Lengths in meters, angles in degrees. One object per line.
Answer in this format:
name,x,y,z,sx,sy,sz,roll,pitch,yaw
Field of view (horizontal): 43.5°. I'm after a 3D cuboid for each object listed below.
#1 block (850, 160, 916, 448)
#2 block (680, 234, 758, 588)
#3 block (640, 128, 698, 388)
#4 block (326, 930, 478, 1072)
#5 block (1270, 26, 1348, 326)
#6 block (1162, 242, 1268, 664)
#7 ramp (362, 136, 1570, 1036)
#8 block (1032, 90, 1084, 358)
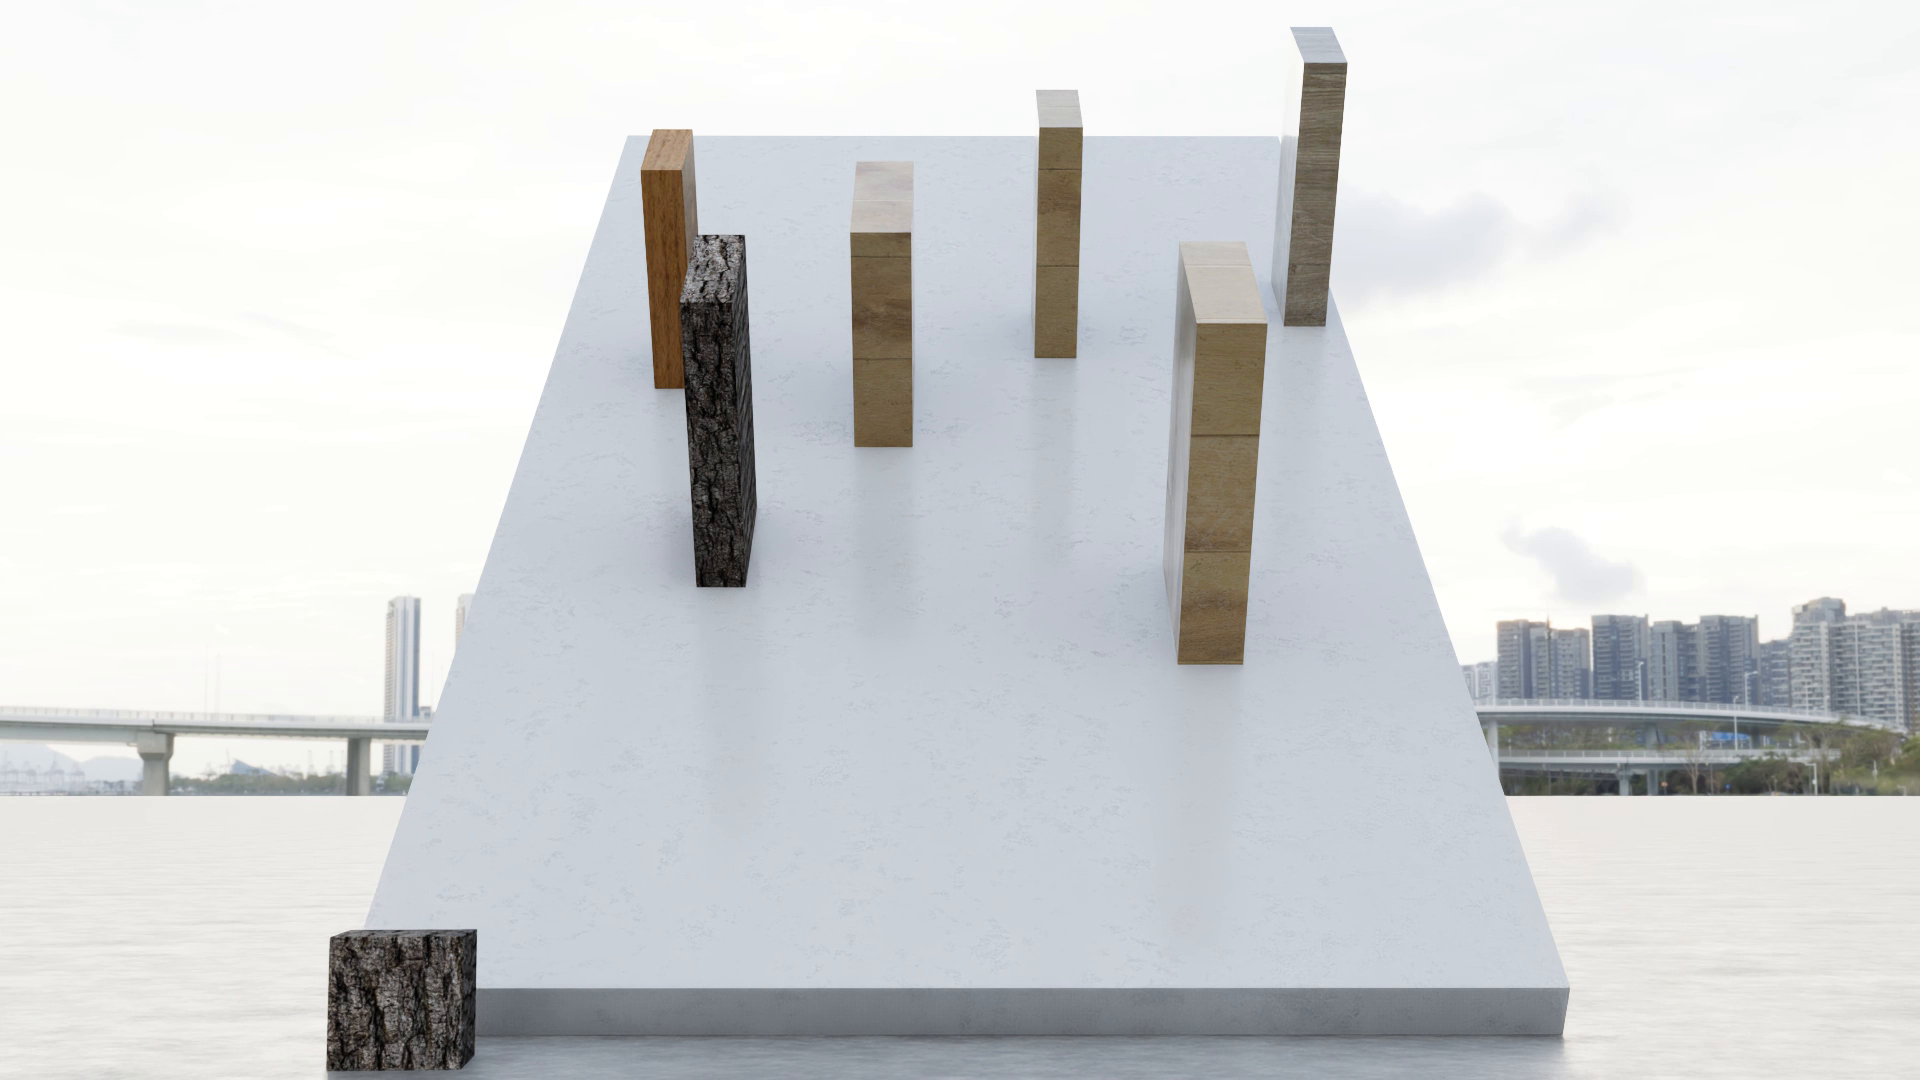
block,-0.177,-0.558,5.653,0.136,0.534,0.444,0,30,0
block,-0.499,-0.269,5.026,0.103,0.648,0.347,0,30,0
block,-0.694,-0.680,5.838,0.096,0.562,0.276,0,30,0
block,-0.825,0.680,3.576,0.190,0.190,0.190,1,-6,-5
block,0.885,-0.923,6.136,0.107,0.700,0.283,0,30,0
block,0.497,-0.171,4.766,0.130,0.741,0.390,0,30,0
ramp,-0.013,-0.213,5.690,2.000,0.100,4.000,0,30,0
block,0.238,-0.784,5.984,0.105,0.604,0.272,0,30,0
